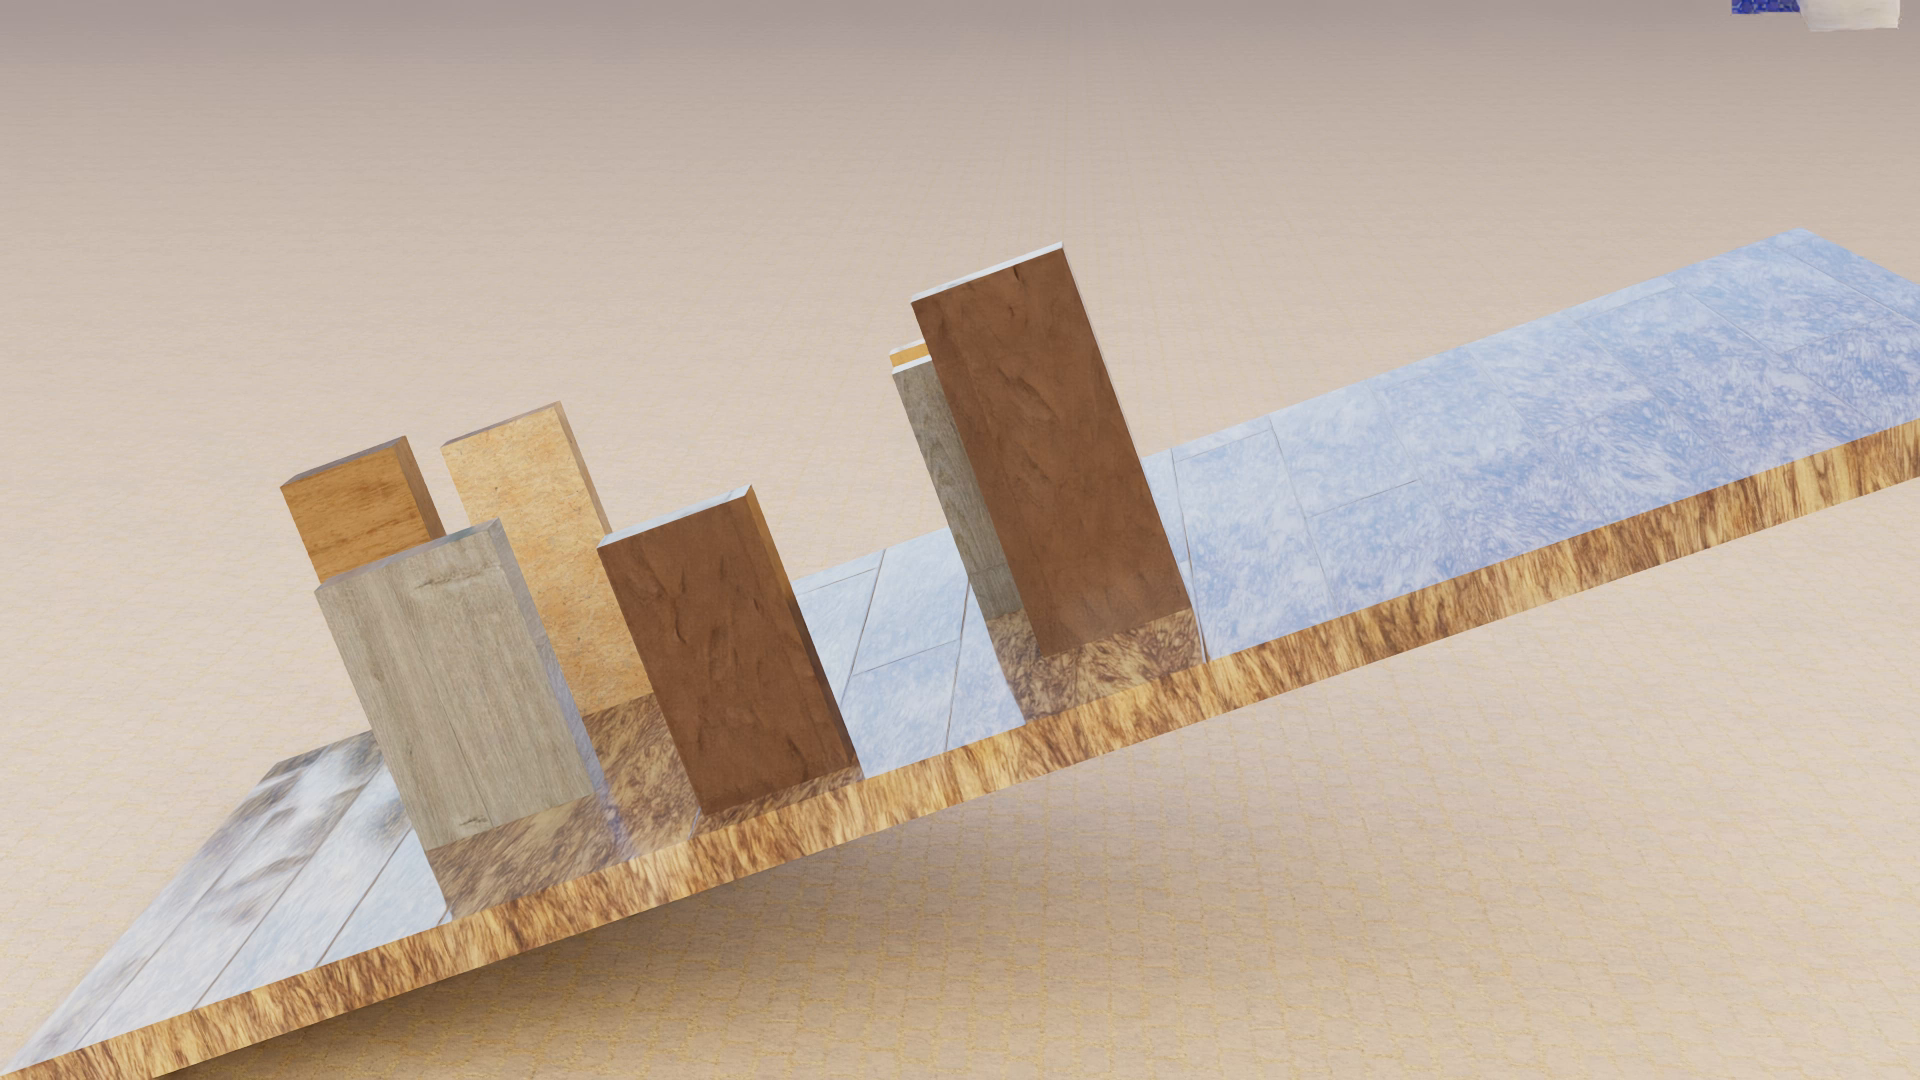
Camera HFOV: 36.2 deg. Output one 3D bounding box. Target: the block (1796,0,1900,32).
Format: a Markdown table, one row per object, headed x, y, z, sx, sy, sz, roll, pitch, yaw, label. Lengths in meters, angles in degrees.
| x | y | z | sx | sy | sz | roll | pitch | yaw | label |
| --- | --- | --- | --- | --- | --- | --- | --- | --- | --- |
| 1.730 | -1.102 | 5.720 | 0.165 | 0.165 | 0.165 | -2 | 32 | 5 | block |

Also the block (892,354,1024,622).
| x | y | z | sx | sy | sz | roll | pitch | yaw | label |
| --- | --- | --- | --- | --- | --- | --- | --- | --- | --- |
| 0.131 | -0.156 | 6.148 | 0.371 | 0.559 | 0.089 | -19 | 11 | 6 | block |

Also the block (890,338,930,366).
| x | y | z | sx | sy | sz | roll | pitch | yaw | label |
| --- | --- | --- | --- | --- | --- | --- | --- | --- | --- |
| 0.105 | -0.298 | 7.073 | 0.407 | 0.475 | 0.083 | -19 | 11 | 6 | block |

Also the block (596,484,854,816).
| x | y | z | sx | sy | sz | roll | pitch | yaw | label |
| --- | --- | --- | --- | --- | --- | --- | --- | --- | --- |
| -0.433 | 0.206 | 5.479 | 0.294 | 0.547 | 0.107 | -19 | 11 | 6 | block |

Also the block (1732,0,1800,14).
| x | y | z | sx | sy | sz | roll | pitch | yaw | label |
| --- | --- | --- | --- | --- | --- | --- | --- | --- | --- |
| 1.717 | -1.191 | 6.155 | 0.162 | 0.162 | 0.162 | 4 | 15 | 27 | block |

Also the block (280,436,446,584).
| x | y | z | sx | sy | sz | roll | pitch | yaw | label |
| --- | --- | --- | --- | --- | --- | --- | --- | --- | --- |
| -1.286 | 0.150 | 6.795 | 0.279 | 0.722 | 0.135 | -19 | 11 | 6 | block |

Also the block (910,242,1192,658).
| x | y | z | sx | sy | sz | roll | pitch | yaw | label |
| --- | --- | --- | --- | --- | --- | --- | --- | --- | --- |
| 0.179 | -0.171 | 5.670 | 0.305 | 0.741 | 0.101 | -19 | 11 | 6 | block |

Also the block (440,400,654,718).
| x | y | z | sx | sy | sz | roll | pitch | yaw | label |
| --- | --- | --- | --- | --- | --- | --- | --- | --- | --- |
| -0.913 | 0.055 | 6.667 | 0.277 | 0.689 | 0.082 | -19 | 11 | 6 | block |

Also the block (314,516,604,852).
| x | y | z | sx | sy | sz | roll | pitch | yaw | label |
| --- | --- | --- | --- | --- | --- | --- | --- | --- | --- |
| -1.017 | 0.295 | 5.999 | 0.380 | 0.582 | 0.119 | -19 | 11 | 6 | block |

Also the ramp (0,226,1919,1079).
| x | y | z | sx | sy | sz | roll | pitch | yaw | label |
| --- | --- | --- | --- | --- | --- | --- | --- | --- | --- |
| 0.115 | 0.177 | 6.298 | 4.000 | 0.100 | 2.000 | -19 | 11 | 6 | ramp |
